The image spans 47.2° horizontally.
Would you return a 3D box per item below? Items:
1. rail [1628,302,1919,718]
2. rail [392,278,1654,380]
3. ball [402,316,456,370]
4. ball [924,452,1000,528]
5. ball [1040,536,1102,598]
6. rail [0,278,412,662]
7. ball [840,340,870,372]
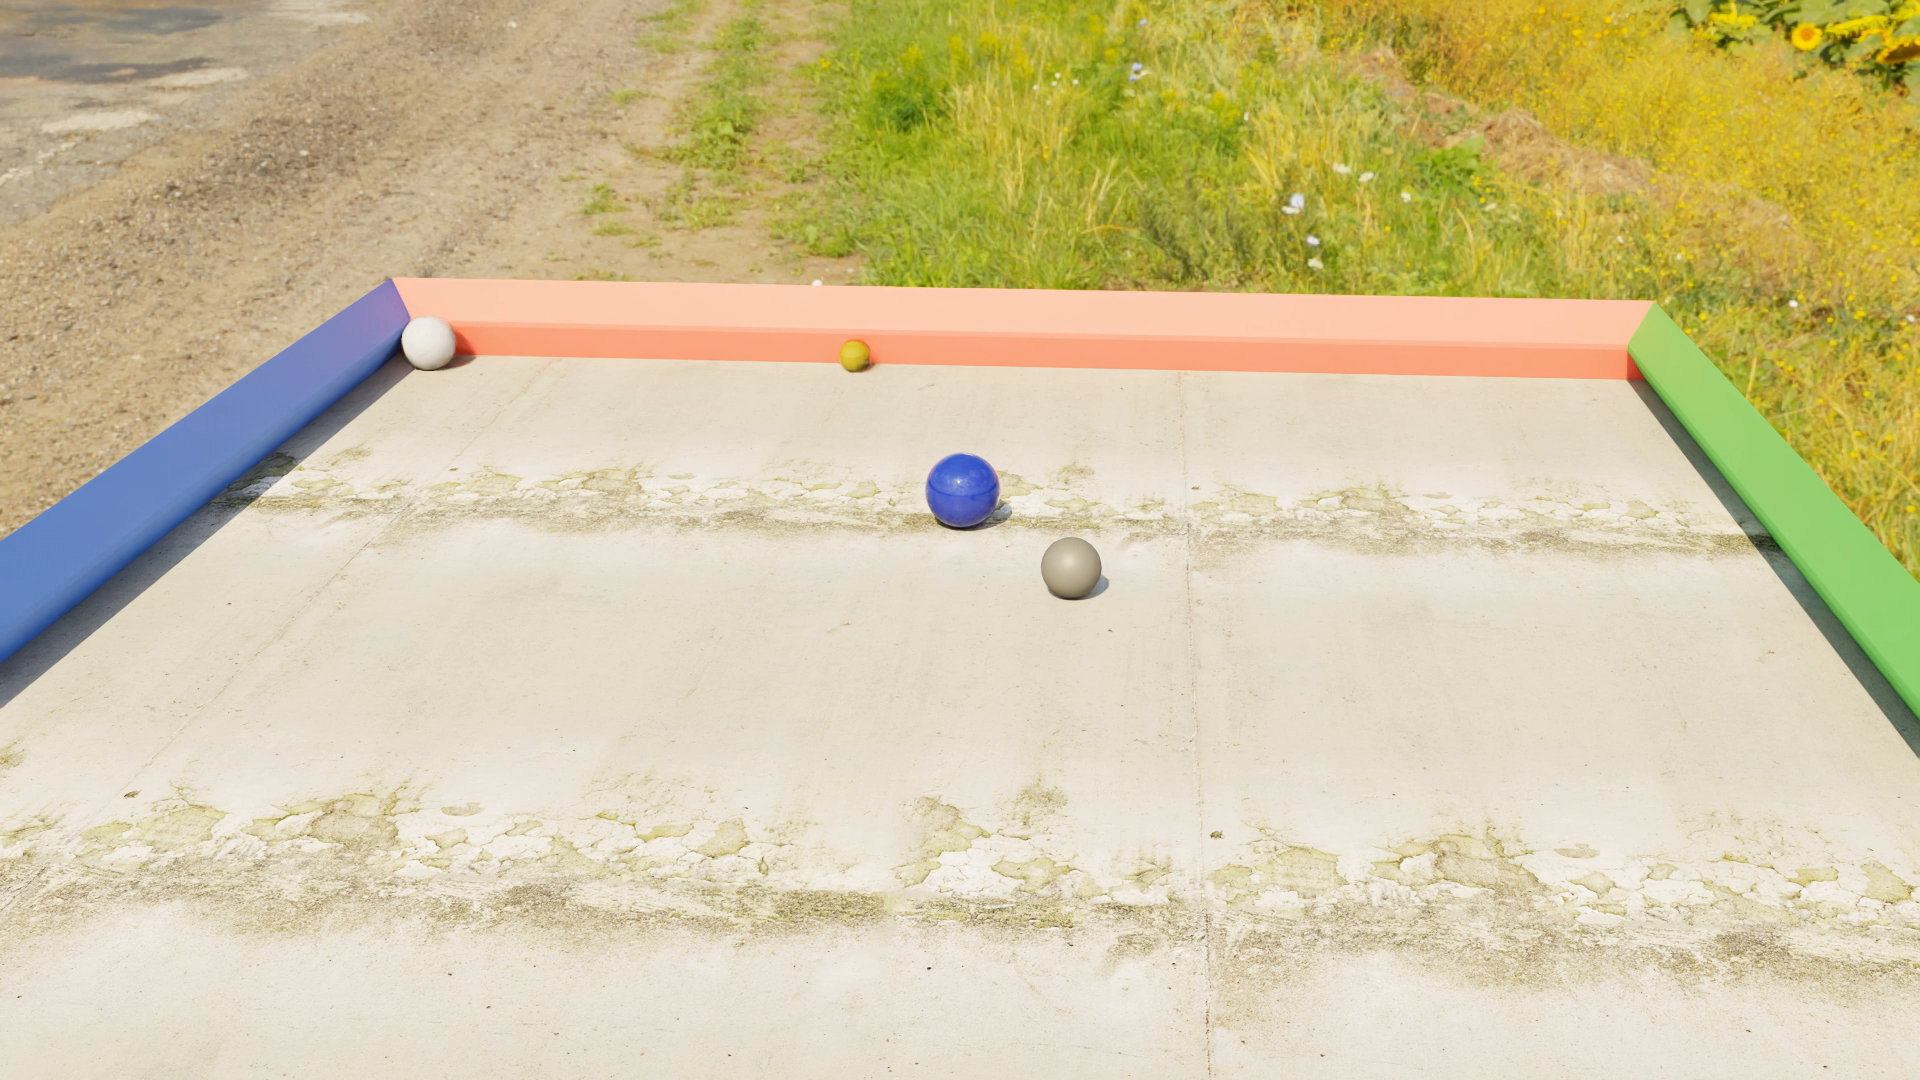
[{"bbox_3d":[0.890,0.310,1.638,0.045,0.123,3.735,2,19,4],"label":"rail"},{"bbox_3d":[0.075,-0.327,3.447,1.987,0.123,0.045,2,19,4],"label":"rail"},{"bbox_3d":[-0.836,-0.311,3.461,0.085,0.085,0.085,0,19,0],"label":"ball"},{"bbox_3d":[0.003,-0.062,2.742,0.095,0.095,0.095,0,19,0],"label":"ball"},{"bbox_3d":[0.127,0.031,2.513,0.070,0.070,0.070,0,19,0],"label":"ball"},{"bbox_3d":[-1.043,0.257,1.789,0.045,0.123,3.735,2,19,4],"label":"rail"},{"bbox_3d":[-0.165,-0.288,3.452,0.049,0.049,0.049,0,19,0],"label":"ball"}]
